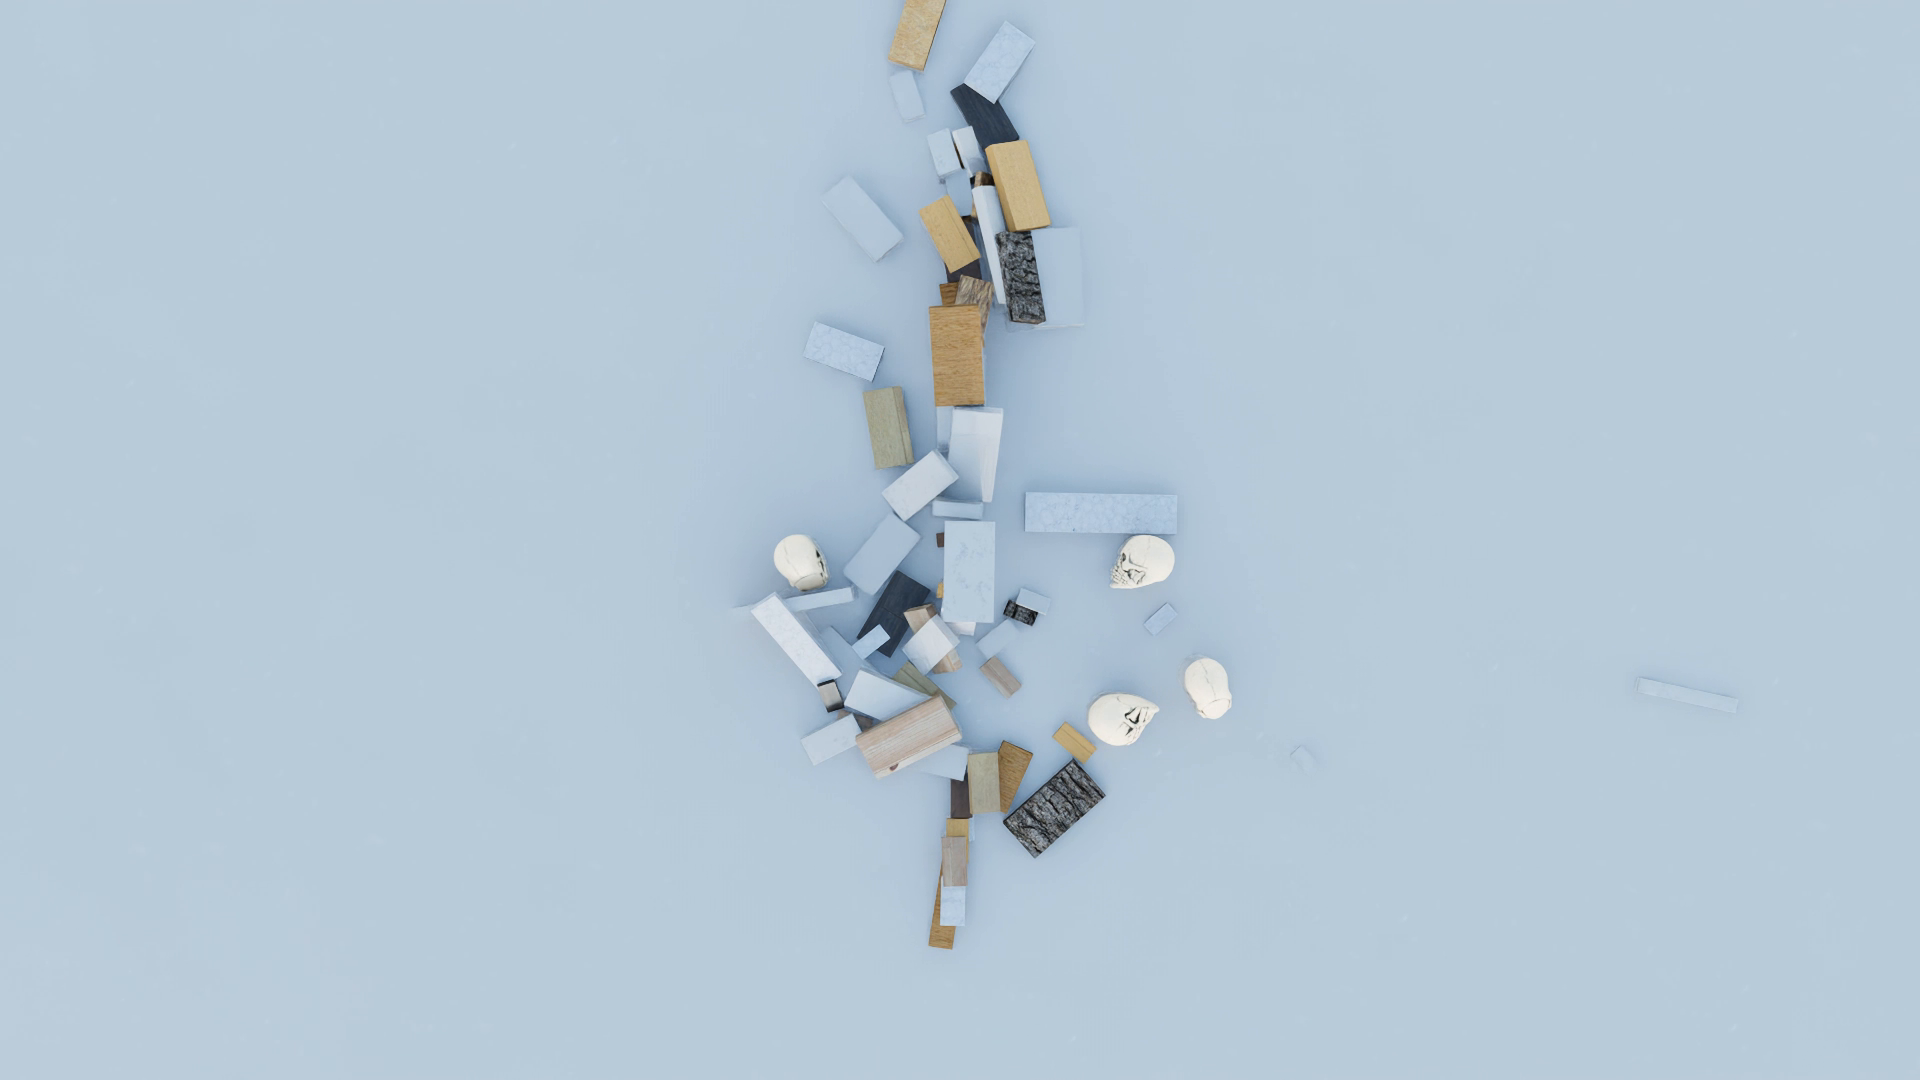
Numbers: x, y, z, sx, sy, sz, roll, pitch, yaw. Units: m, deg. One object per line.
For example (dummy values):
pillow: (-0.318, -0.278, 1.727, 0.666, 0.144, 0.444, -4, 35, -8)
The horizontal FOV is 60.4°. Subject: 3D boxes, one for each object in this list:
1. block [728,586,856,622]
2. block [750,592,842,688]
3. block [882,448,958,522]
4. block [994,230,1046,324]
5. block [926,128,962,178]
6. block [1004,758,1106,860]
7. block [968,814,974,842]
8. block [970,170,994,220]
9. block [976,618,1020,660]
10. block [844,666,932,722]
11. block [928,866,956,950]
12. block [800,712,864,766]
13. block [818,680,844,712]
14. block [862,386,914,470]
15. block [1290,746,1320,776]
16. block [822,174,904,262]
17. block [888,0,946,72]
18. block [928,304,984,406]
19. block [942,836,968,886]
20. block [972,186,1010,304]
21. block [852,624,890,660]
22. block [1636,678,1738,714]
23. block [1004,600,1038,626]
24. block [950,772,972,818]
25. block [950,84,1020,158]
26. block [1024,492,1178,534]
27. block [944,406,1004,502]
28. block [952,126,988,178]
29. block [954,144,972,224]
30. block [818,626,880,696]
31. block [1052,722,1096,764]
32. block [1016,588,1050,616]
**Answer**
block: (-0.551, 0.211, 5.421, 0.406, 0.157, 0.045, -10, 90, 0)
block: (-0.532, 0.330, 5.376, 0.098, 0.028, 0.366, -33, 114, 11)
block: (-0.132, -0.180, 5.428, 0.246, 0.035, 0.123, -38, 90, 27)
block: (0.199, -0.857, 5.397, 0.041, 0.146, 0.292, -13, 84, 39)
block: (-0.052, -1.281, 5.460, 0.077, 0.022, 0.155, -19, 72, 10)
block: (0.313, 0.892, 5.478, 0.315, 0.045, 0.157, -42, 90, 0)
block: (0.010, 0.927, 5.490, 0.073, 0.021, 0.147, -2, 90, 0)
block: (0.077, -1.137, 5.464, 0.022, 0.076, 0.152, 7, 90, 39)
block: (0.126, 0.329, 5.490, 0.138, 0.020, 0.069, -38, 90, 0)
block: (-0.235, 0.531, 5.436, 0.263, 0.037, 0.131, 24, 103, -5)
block: (-0.040, 1.193, 5.489, 0.081, 0.023, 0.329, 9, 90, 0)
block: (-0.420, 0.660, 5.474, 0.195, 0.028, 0.098, -27, 95, 5)
block: (-0.427, 0.516, 5.459, 0.059, 0.017, 0.118, -17, 126, 0)
block: (-0.237, -0.373, 5.482, 0.130, 0.037, 0.260, -10, 90, 0)
block: (1.151, 0.736, 5.493, 0.048, 0.014, 0.096, -44, 90, 0)
block: (-0.324, -1.069, 5.483, 0.123, 0.035, 0.278, -41, 90, 0)
block: (-0.104, -1.819, 5.483, 0.123, 0.035, 0.498, 18, 90, 0)
block: (-0.010, -0.592, 5.284, 0.160, 0.045, 0.320, -4, 109, 0)
block: (-0.018, 1.061, 5.444, 0.081, 0.023, 0.161, -3, 89, 0)
block: (0.141, -0.972, 5.430, 0.041, 0.146, 0.384, -13, 90, 38)
block: (-0.294, 0.338, 5.454, 0.118, 0.017, 0.059, -39, 90, 0)
block: (2.422, 0.518, 5.493, 0.334, 0.014, 0.048, 12, 90, 0)
block: (0.202, 0.243, 5.492, 0.107, 0.015, 0.054, 22, 90, 0)
block: (0.006, 0.847, 5.470, 0.073, 0.021, 0.147, 0, 75, 0)
block: (0.082, -1.412, 5.483, 0.123, 0.035, 0.247, -30, 90, 0)
block: (0.468, -0.089, 5.482, 0.503, 0.037, 0.130, 1, 90, 0)
block: (0.042, -0.283, 5.398, 0.160, 0.045, 0.320, 5, 118, -4)
block: (0.033, -1.284, 5.456, 0.076, 0.022, 0.158, -27, 101, -40)
block: (-0.001, -1.111, 5.489, 0.077, 0.022, 0.415, -1, 90, 0)
block: (-0.381, 0.423, 5.481, 0.263, 0.037, 0.131, 44, 90, 0)
block: (0.381, 0.675, 5.490, 0.138, 0.020, 0.069, 40, 90, 0)
block: (0.244, 0.205, 5.485, 0.107, 0.015, 0.054, 21, 72, 0)
